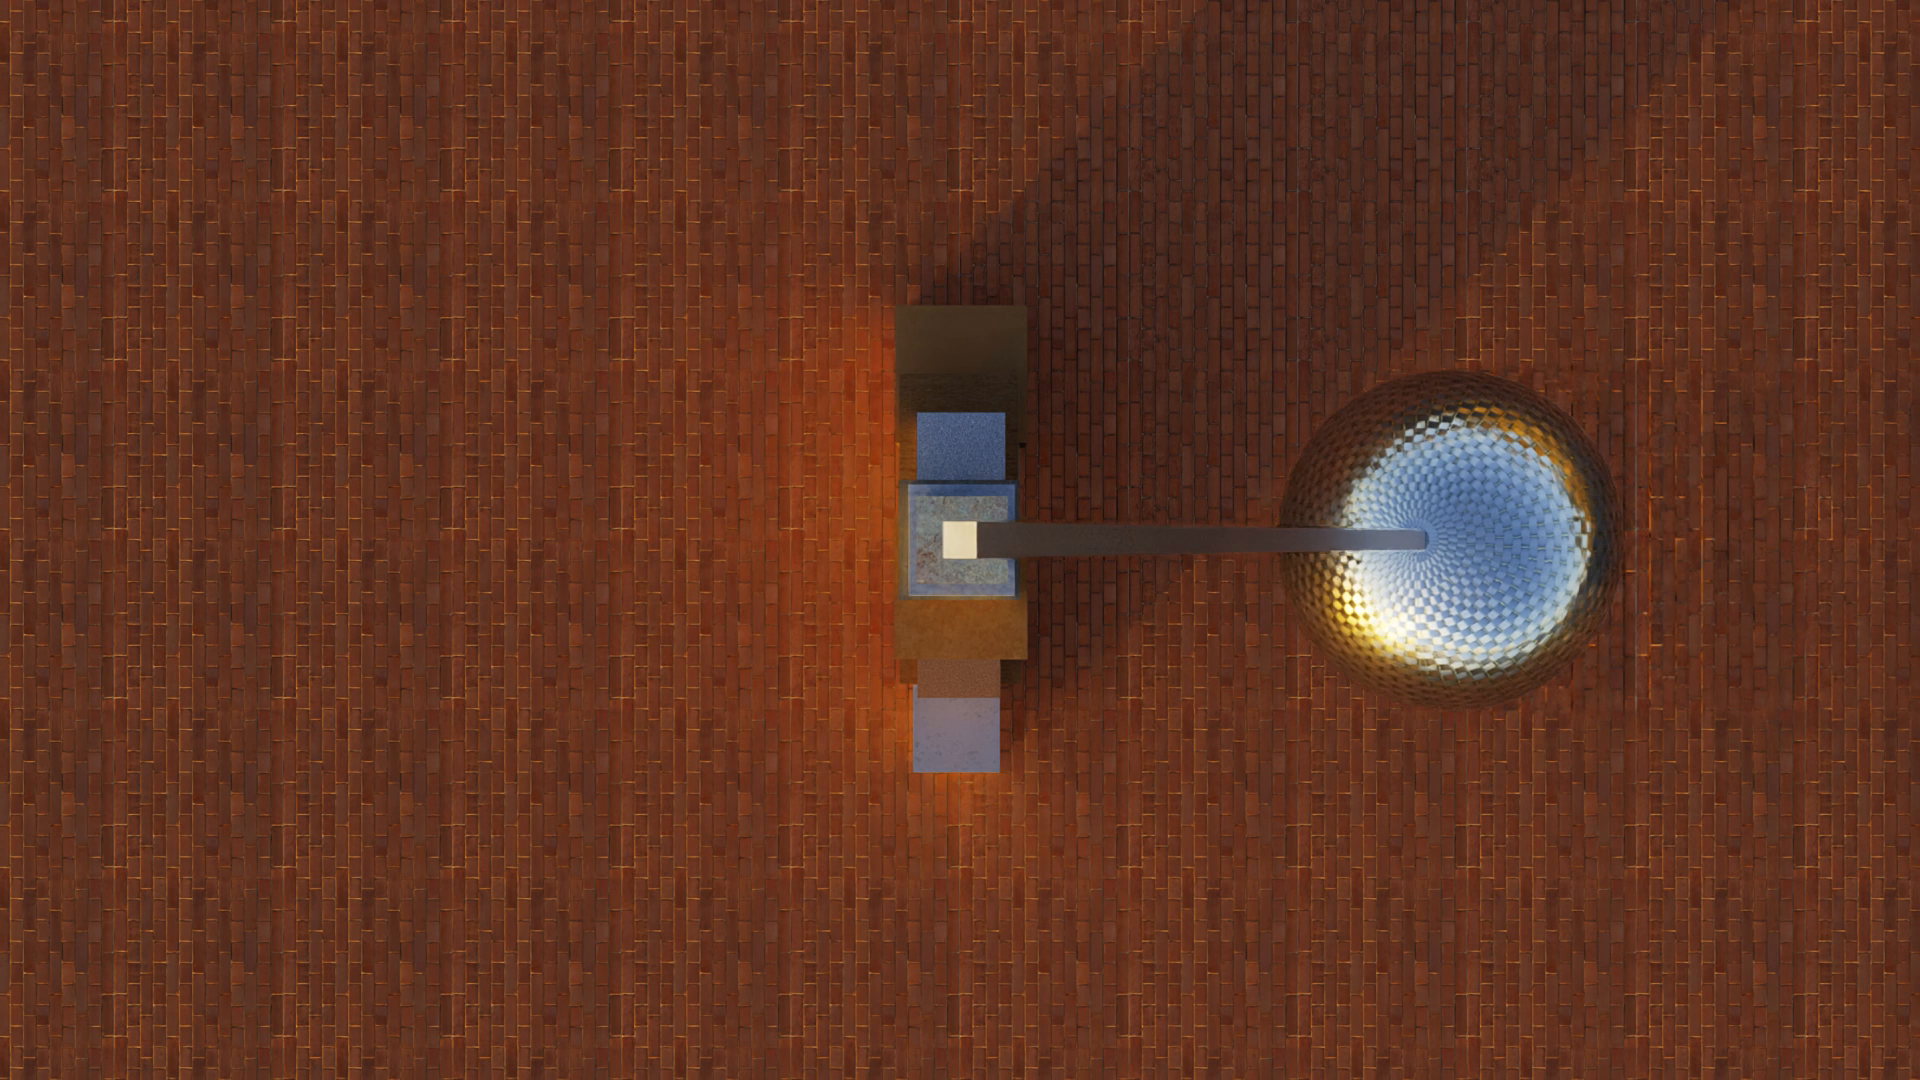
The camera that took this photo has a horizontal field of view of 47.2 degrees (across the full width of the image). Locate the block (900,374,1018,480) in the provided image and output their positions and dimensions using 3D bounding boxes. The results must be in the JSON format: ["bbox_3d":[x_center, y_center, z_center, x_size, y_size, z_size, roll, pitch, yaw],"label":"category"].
[{"bbox_3d":[-0.006,-0.557,11.931,0.630,0.614,0.629,0,88,0],"label":"block"}]

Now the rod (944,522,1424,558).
[{"bbox_3d":[0.994,0.000,7.198,0.080,5.200,0.080,0,90,22],"label":"rod"}]

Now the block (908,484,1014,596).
[{"bbox_3d":[0.008,0.000,10.183,0.481,0.427,0.504,0,90,0],"label":"block"}]

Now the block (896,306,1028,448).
[{"bbox_3d":[0.008,-0.930,12.659,0.740,0.681,0.771,0,90,0],"label":"block"}]

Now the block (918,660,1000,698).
[{"bbox_3d":[-0.005,0.635,12.160,0.452,0.393,0.447,0,90,0],"label":"block"}]

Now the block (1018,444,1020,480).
[{"bbox_3d":[0.012,-0.205,12.619,0.636,0.763,0.659,0,90,0],"label":"block"}]

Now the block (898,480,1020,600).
[{"bbox_3d":[-0.004,0.000,10.694,0.575,0.595,0.568,0,90,0],"label":"block"}]

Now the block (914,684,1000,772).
[{"bbox_3d":[-0.019,1.067,12.724,0.492,0.552,0.497,0,90,0],"label":"block"}]

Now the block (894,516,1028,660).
[{"bbox_3d":[0.004,0.239,11.296,0.668,0.610,0.717,0,90,0],"label":"block"}]

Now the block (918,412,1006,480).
[{"bbox_3d":[0.006,-0.400,11.387,0.448,0.449,0.467,0,86,0],"label":"block"}]

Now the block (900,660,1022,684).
[{"bbox_3d":[0.003,0.472,12.678,0.682,0.643,0.674,0,90,0],"label":"block"}]

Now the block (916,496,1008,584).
[{"bbox_3d":[0.009,0.000,9.490,0.388,0.328,0.372,0,90,0],"label":"block"}]

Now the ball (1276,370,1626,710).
[{"bbox_3d":[2.295,0.000,10.339,1.600,1.600,1.600,0,90,0],"label":"ball"}]
